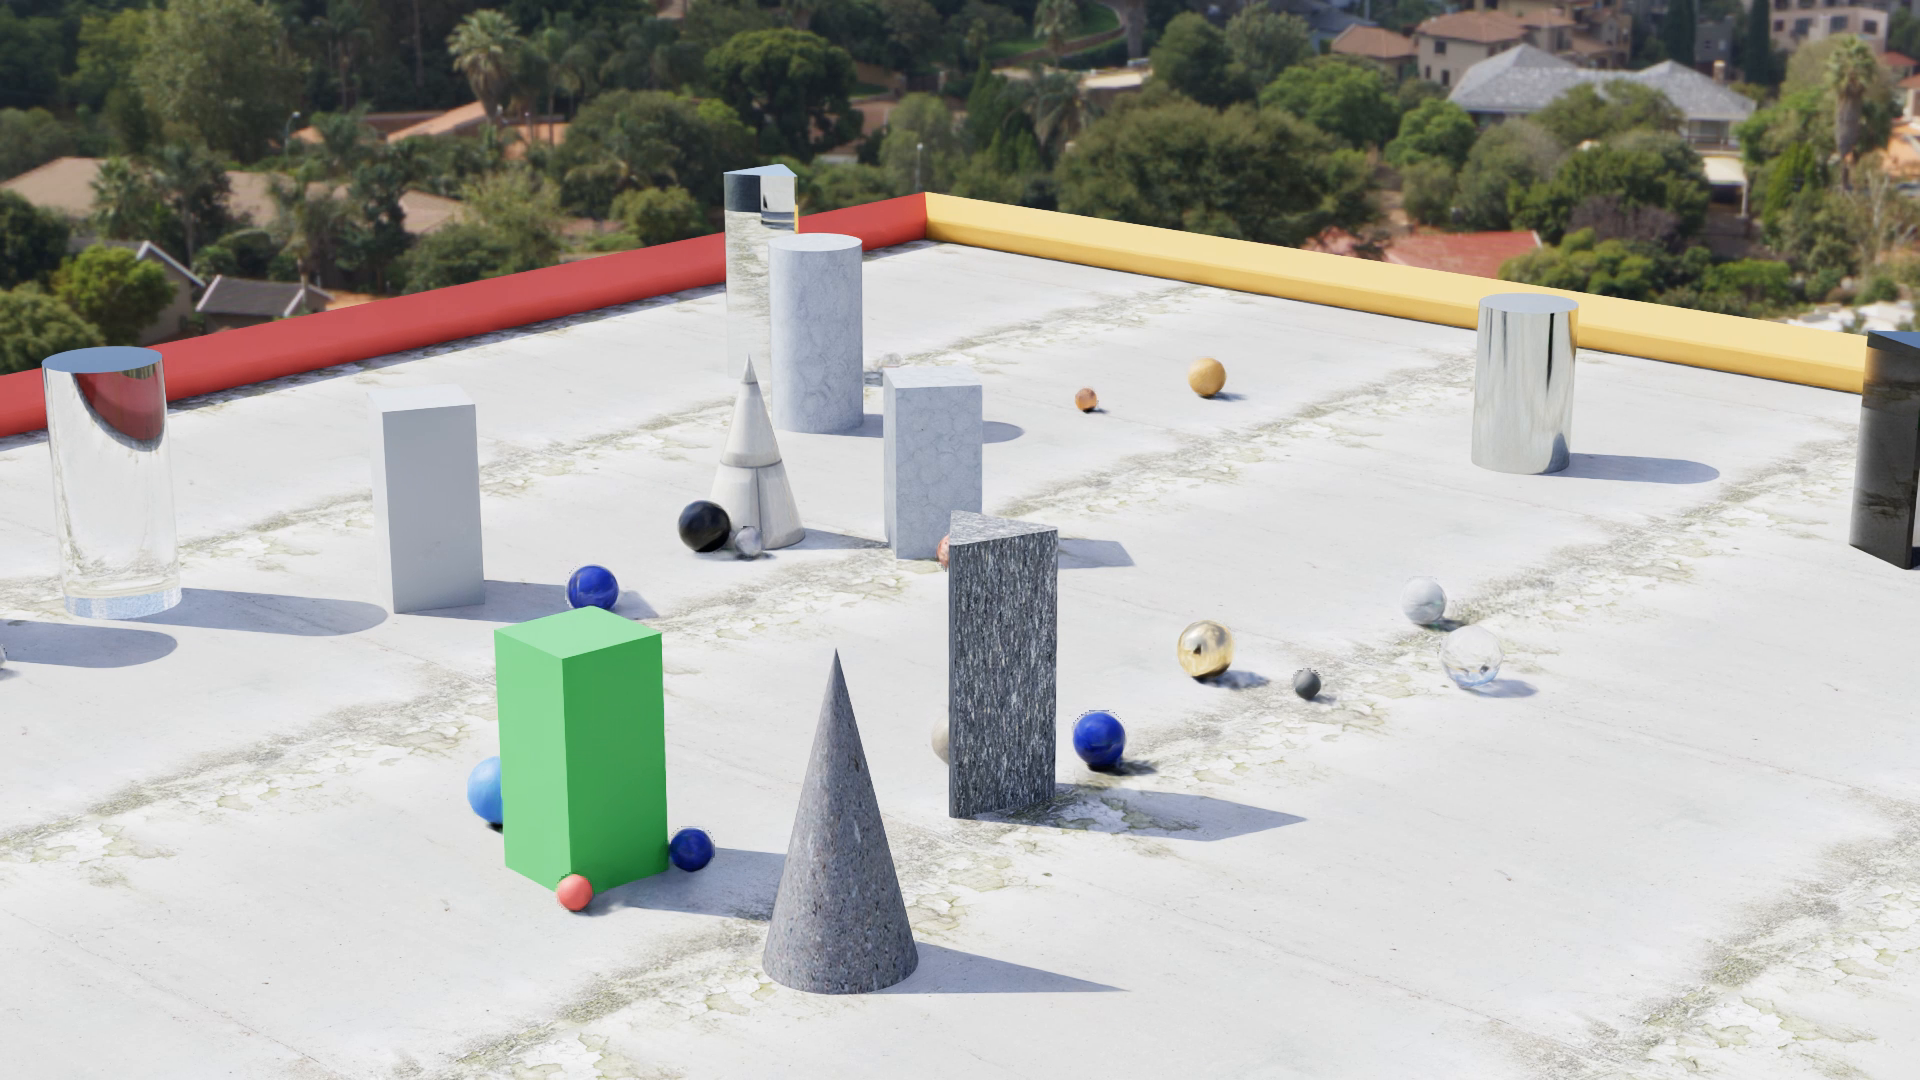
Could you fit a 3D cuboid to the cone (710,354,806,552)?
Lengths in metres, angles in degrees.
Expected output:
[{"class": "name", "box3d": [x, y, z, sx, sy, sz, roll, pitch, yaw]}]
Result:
[{"class": "cone", "box3d": [-0.388, -0.176, 5.427, 0.198, 0.353, 0.198, 0, 17, 0]}]

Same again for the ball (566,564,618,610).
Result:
[{"class": "ball", "box3d": [-0.628, 0.086, 5.016, 0.089, 0.089, 0.089, 0, 17, 0]}]

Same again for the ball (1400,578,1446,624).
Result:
[{"class": "ball", "box3d": [0.785, 0.104, 4.971, 0.079, 0.079, 0.079, 0, 17, 0]}]

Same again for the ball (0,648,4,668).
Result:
[{"class": "ball", "box3d": [-1.569, 0.190, 4.731, 0.053, 0.053, 0.053, 0, 17, 0]}]

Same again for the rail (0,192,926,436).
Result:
[{"class": "rail", "box3d": [-1.668, -0.386, 6.506, 0.045, 0.129, 4.844, 14, 22, 39]}]

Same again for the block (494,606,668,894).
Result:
[{"class": "block", "box3d": [-0.506, 0.283, 3.928, 0.158, 0.338, 0.158, -14, 22, -40]}]

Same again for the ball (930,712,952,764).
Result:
[{"class": "ball", "box3d": [-0.003, 0.294, 4.340, 0.080, 0.080, 0.080, 0, 17, 0]}]

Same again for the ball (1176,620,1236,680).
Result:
[{"class": "ball", "box3d": [0.395, 0.176, 4.705, 0.095, 0.095, 0.095, 0, 17, 0]}]

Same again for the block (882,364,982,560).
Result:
[{"class": "block", "box3d": [-0.051, -0.145, 5.379, 0.158, 0.320, 0.158, -3, 17, -9]}]

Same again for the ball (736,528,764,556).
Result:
[{"class": "ball", "box3d": [-0.385, 0.005, 5.348, 0.051, 0.051, 0.051, 0, 17, 0]}]

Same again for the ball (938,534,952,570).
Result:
[{"class": "ball", "box3d": [-0.006, 0.022, 5.260, 0.070, 0.070, 0.070, 0, 17, 0]}]

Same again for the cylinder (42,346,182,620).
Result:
[{"class": "cylinder", "box3d": [-1.455, -0.100, 5.036, 0.198, 0.431, 0.198, 0, 17, 0]}]

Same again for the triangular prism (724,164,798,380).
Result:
[{"class": "triangular prism", "box3d": [-0.426, -0.609, 6.660, 0.171, 0.469, 0.148, 5, 17, 15]}]

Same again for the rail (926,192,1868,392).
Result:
[{"class": "rail", "box3d": [1.572, -0.490, 6.854, 4.465, 0.129, 0.045, 14, 22, 39]}]

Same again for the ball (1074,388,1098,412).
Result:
[{"class": "ball", "box3d": [0.274, -0.305, 6.378, 0.051, 0.051, 0.051, 0, 17, 0]}]

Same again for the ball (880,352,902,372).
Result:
[{"class": "ball", "box3d": [-0.157, -0.405, 6.705, 0.053, 0.053, 0.053, 0, 17, 0]}]

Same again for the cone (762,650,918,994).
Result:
[{"class": "cone", "box3d": [-0.151, 0.329, 3.634, 0.198, 0.419, 0.198, 0, 17, 0]}]

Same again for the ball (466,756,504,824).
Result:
[{"class": "ball", "box3d": [-0.646, 0.351, 4.123, 0.095, 0.095, 0.095, 0, 17, 0]}]

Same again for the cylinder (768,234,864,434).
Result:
[{"class": "cylinder", "box3d": [-0.305, -0.441, 6.237, 0.198, 0.392, 0.198, 0, 17, 0]}]

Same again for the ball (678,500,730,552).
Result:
[{"class": "ball", "box3d": [-0.468, -0.025, 5.358, 0.098, 0.098, 0.098, 0, 17, 0]}]

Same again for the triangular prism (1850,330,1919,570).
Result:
[{"class": "triangular prism", "box3d": [1.702, -0.172, 5.323, 0.148, 0.404, 0.171, 14, 22, 38]}]

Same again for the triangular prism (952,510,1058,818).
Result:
[{"class": "triangular prism", "box3d": [0.028, 0.170, 4.191, 0.171, 0.404, 0.148, -9, 19, -27]}]

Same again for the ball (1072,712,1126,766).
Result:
[{"class": "ball", "box3d": [0.206, 0.295, 4.336, 0.081, 0.081, 0.081, 0, 17, 0]}]

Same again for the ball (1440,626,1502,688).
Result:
[{"class": "ball", "box3d": [0.814, 0.185, 4.667, 0.099, 0.099, 0.099, 0, 17, 0]}]

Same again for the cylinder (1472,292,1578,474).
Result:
[{"class": "cylinder", "box3d": [1.143, -0.318, 5.936, 0.198, 0.330, 0.198, 0, 17, 0]}]

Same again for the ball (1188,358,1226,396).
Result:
[{"class": "ball", "box3d": [0.548, -0.362, 6.505, 0.087, 0.087, 0.087, 0, 17, 0]}]

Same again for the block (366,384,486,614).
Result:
[{"class": "block", "box3d": [-0.926, -0.074, 5.079, 0.158, 0.357, 0.158, -6, 18, -20]}]

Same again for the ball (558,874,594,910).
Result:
[{"class": "ball", "box3d": [-0.504, 0.462, 3.841, 0.046, 0.046, 0.046, 0, 17, 0]}]

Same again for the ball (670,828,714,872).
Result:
[{"class": "ball", "box3d": [-0.362, 0.417, 3.952, 0.060, 0.060, 0.060, 0, 17, 0]}]

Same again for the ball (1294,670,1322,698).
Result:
[{"class": "ball", "box3d": [0.547, 0.228, 4.622, 0.043, 0.043, 0.043, 0, 17, 0]}]
